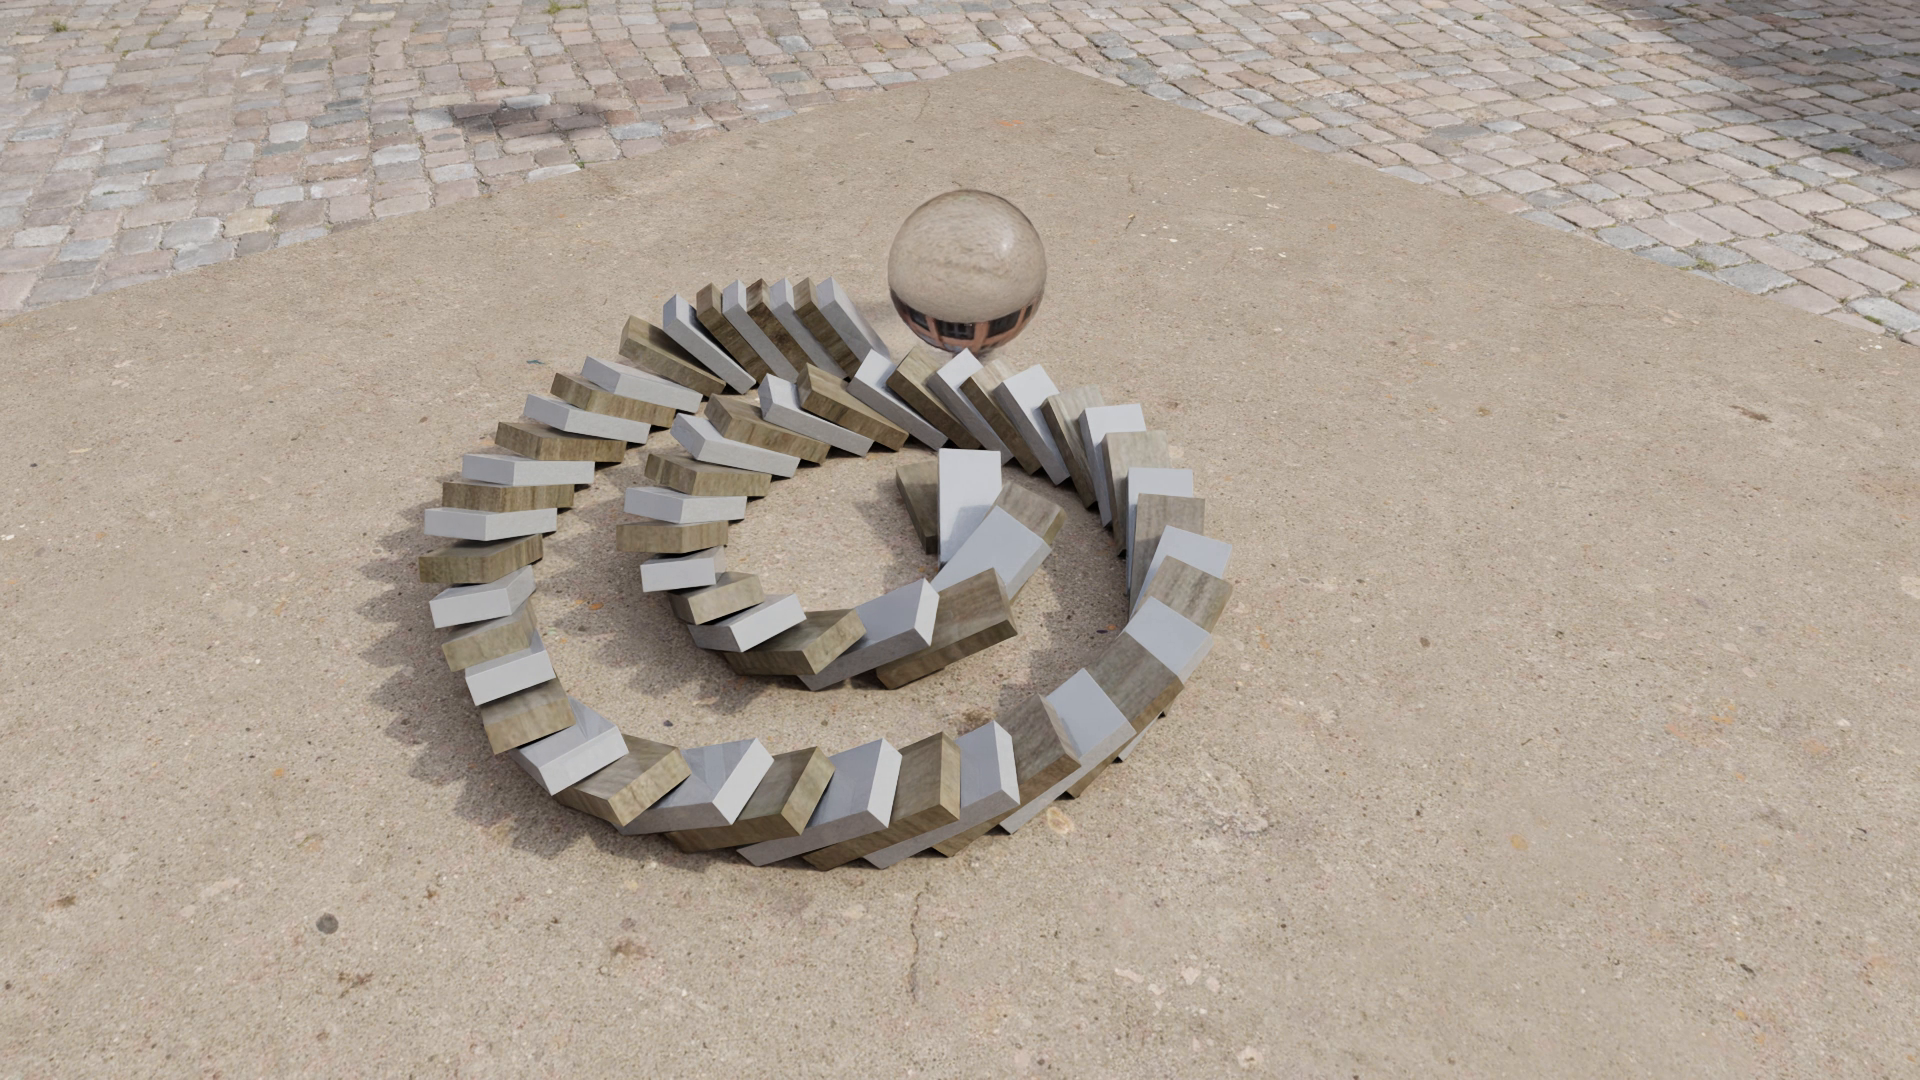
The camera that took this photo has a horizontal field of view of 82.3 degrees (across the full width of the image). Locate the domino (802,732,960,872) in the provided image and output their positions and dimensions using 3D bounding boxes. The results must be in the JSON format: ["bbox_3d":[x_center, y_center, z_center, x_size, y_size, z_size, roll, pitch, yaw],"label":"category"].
[{"bbox_3d":[-0.023,0.078,0.326,0.050,0.010,0.025,-26,37,23],"label":"domino"}]

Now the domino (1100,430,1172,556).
[{"bbox_3d":[0.074,-0.019,0.446,0.025,0.009,0.050,-3,72,-8],"label":"domino"}]

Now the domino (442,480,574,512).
[{"bbox_3d":[-0.181,-0.018,0.444,0.025,0.009,0.050,6,6,12],"label":"domino"}]

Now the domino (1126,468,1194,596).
[{"bbox_3d":[0.078,-0.003,0.428,0.025,0.010,0.050,2,70,3],"label":"domino"}]

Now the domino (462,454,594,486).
[{"bbox_3d":[-0.178,-0.029,0.457,0.025,0.010,0.050,9,6,17],"label":"domino"}]

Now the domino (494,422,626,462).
[{"bbox_3d":[-0.171,-0.042,0.475,0.025,0.009,0.050,19,11,22],"label":"domino"}]

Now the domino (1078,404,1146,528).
[{"bbox_3d":[0.068,-0.032,0.460,0.025,0.009,0.050,-7,73,-14],"label":"domino"}]

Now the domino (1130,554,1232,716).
[{"bbox_3d":[0.072,0.033,0.383,0.025,0.009,0.050,26,77,23],"label":"domino"}]

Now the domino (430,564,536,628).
[{"bbox_3d":[-0.172,0.020,0.400,0.025,0.009,0.050,-10,10,-10],"label":"domino"}]

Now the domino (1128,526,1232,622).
[{"bbox_3d":[0.078,0.022,0.396,0.025,0.009,0.050,18,75,19],"label":"domino"}]

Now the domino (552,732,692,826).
[{"bbox_3d":[-0.106,0.072,0.338,0.050,0.009,0.025,-2,28,48],"label":"domino"}]

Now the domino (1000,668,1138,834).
[{"bbox_3d":[0.028,0.066,0.345,0.050,0.010,0.025,-39,47,-1],"label":"domino"}]

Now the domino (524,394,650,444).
[{"bbox_3d":[-0.164,-0.053,0.486,0.025,0.010,0.050,20,7,24],"label":"domino"}]

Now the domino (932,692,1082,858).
[{"bbox_3d":[0.010,0.071,0.335,0.050,0.010,0.025,-37,41,11],"label":"domino"}]

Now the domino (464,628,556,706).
[{"bbox_3d":[-0.153,0.042,0.371,0.025,0.009,0.050,-20,12,-22],"label":"domino"}]

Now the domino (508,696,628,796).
[{"bbox_3d":[-0.126,0.064,0.348,0.025,0.010,0.050,-28,20,-30],"label":"domino"}]

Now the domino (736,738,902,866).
[{"bbox_3d":[-0.042,0.078,0.326,0.050,0.010,0.025,-23,34,27],"label":"domino"}]

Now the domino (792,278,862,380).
[{"bbox_3d":[-0.062,-0.102,0.538,0.010,0.050,0.025,-30,38,13],"label":"domino"}]

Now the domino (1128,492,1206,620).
[{"bbox_3d":[0.077,0.008,0.413,0.025,0.009,0.050,5,73,7],"label":"domino"}]

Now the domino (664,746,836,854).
[{"bbox_3d":[-0.063,0.078,0.328,0.050,0.009,0.025,-18,29,33],"label":"domino"}]

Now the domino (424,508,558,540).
[{"bbox_3d":[-0.183,-0.008,0.432,0.025,0.009,0.050,6,6,9],"label":"domino"}]

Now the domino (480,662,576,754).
[{"bbox_3d":[-0.143,0.054,0.361,0.025,0.009,0.050,-20,17,-23],"label":"domino"}]

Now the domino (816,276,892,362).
[{"bbox_3d":[-0.051,-0.103,0.539,0.010,0.050,0.025,-30,38,13],"label":"domino"}]

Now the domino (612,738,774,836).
[{"bbox_3d":[-0.082,0.075,0.332,0.050,0.010,0.025,-15,28,35],"label":"domino"}]

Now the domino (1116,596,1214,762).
[{"bbox_3d":[0.059,0.046,0.368,0.025,0.010,0.050,35,81,34],"label":"domino"}]

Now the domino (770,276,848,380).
[{"bbox_3d":[-0.074,-0.102,0.538,0.010,0.050,0.025,-30,38,13],"label":"domino"}]

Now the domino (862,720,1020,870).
[{"bbox_3d":[-0.007,0.076,0.329,0.050,0.010,0.025,-30,37,19],"label":"domino"}]

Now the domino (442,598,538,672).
[{"bbox_3d":[-0.163,0.032,0.384,0.025,0.009,0.050,-18,12,-16],"label":"domino"}]

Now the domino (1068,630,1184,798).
[{"bbox_3d":[0.045,0.056,0.356,0.050,0.010,0.025,-44,51,-4],"label":"domino"}]

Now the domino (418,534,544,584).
[{"bbox_3d":[-0.180,0.006,0.417,0.025,0.010,0.050,0,10,1],"label":"domino"}]
